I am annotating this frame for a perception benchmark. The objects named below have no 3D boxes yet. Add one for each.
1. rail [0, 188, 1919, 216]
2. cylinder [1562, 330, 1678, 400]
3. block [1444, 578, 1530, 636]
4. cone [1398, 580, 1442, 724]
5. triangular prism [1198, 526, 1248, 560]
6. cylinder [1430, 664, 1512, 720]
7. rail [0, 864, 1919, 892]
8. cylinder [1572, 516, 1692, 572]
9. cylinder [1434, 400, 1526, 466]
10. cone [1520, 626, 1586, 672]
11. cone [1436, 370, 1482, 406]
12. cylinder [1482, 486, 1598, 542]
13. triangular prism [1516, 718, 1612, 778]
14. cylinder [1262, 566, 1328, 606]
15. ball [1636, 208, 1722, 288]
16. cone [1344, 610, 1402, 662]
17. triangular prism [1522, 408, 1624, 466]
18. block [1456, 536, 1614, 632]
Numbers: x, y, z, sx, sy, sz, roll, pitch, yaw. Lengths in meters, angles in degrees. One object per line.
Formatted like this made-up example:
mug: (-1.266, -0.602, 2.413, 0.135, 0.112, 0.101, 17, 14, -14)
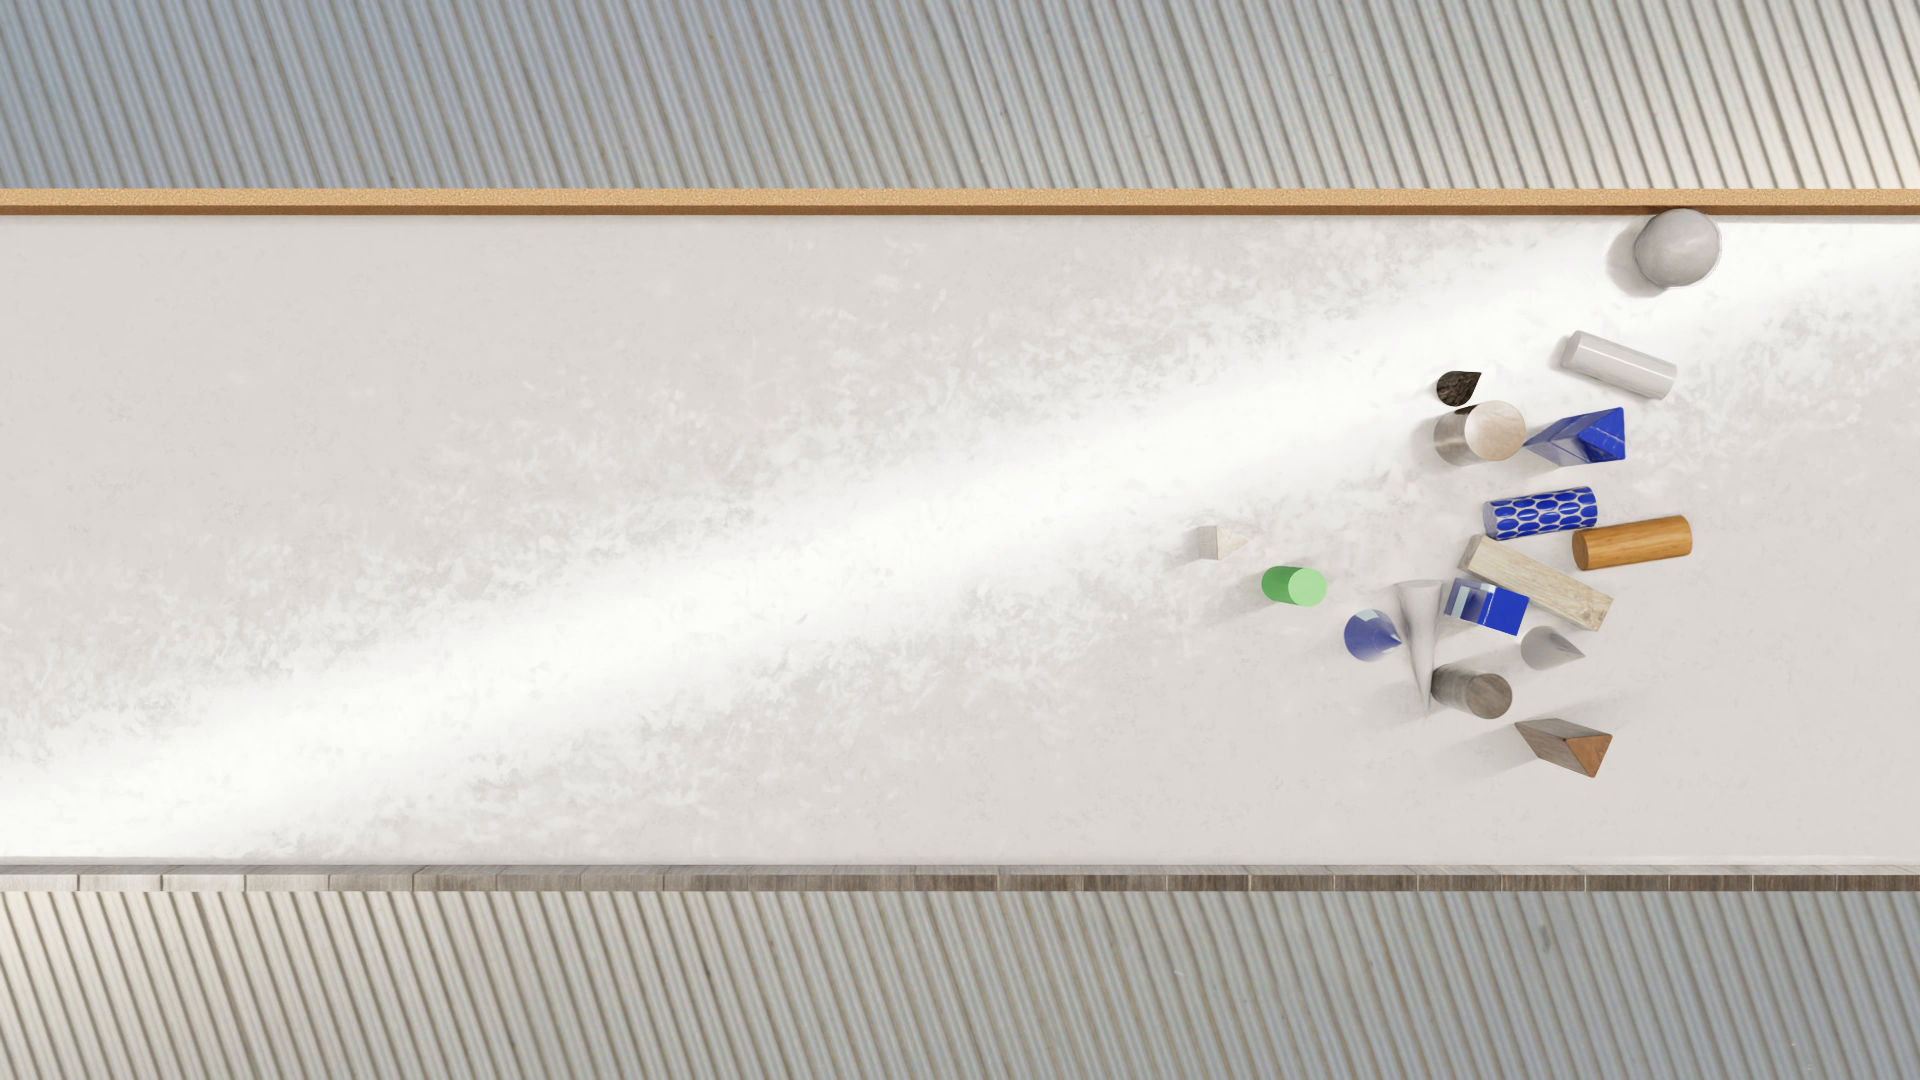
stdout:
rail: (-2.247, -1.025, 5.002, 12.000, 0.150, 0.050, 0, 90, 0)
cylinder: (2.005, -0.532, 5.018, 0.309, 0.117, 0.117, 20, 90, 0)
block: (1.556, 0.195, 4.889, 0.118, 0.368, 0.118, 18, 92, 1)
cone: (1.418, 0.350, 5.044, 0.131, 0.131, 0.441, -5, 98, 0)
triangular prism: (0.756, -0.005, 4.886, 0.100, 0.381, 0.086, -33, 90, 0)
cylinder: (1.511, 0.446, 4.891, 0.133, 0.370, 0.133, 0, 90, 0)
rail: (-2.247, 1.025, 5.001, 12.000, 0.150, 0.050, 0, 90, 0)
cylinder: (2.042, 0.009, 5.014, 0.316, 0.126, 0.126, -9, 90, 0)
cylinder: (1.545, -0.316, 4.917, 0.177, 0.319, 0.177, 0, 90, 0)
cone: (1.796, 0.333, 4.901, 0.141, 0.351, 0.141, 0, 90, 0)
cone: (1.513, -0.474, 4.909, 0.113, 0.328, 0.113, 0, 87, 3)
cylinder: (1.762, -0.079, 5.014, 0.305, 0.126, 0.126, -9, 90, 0)
triangular prism: (1.791, 0.584, 4.861, 0.115, 0.432, 0.132, -36, 90, 0)
cylinder: (0.983, 0.134, 4.869, 0.110, 0.414, 0.110, 0, 90, 0)
ball: (2.158, -0.879, 4.959, 0.236, 0.236, 0.236, 0, 90, 0)
cone: (1.263, 0.294, 4.893, 0.164, 0.368, 0.164, 0, 90, 0)
triangular prism: (1.824, -0.316, 4.847, 0.146, 0.458, 0.126, 27, 90, 0)
block: (1.748, 0.131, 5.020, 0.436, 0.112, 0.112, 26, 90, 0)
